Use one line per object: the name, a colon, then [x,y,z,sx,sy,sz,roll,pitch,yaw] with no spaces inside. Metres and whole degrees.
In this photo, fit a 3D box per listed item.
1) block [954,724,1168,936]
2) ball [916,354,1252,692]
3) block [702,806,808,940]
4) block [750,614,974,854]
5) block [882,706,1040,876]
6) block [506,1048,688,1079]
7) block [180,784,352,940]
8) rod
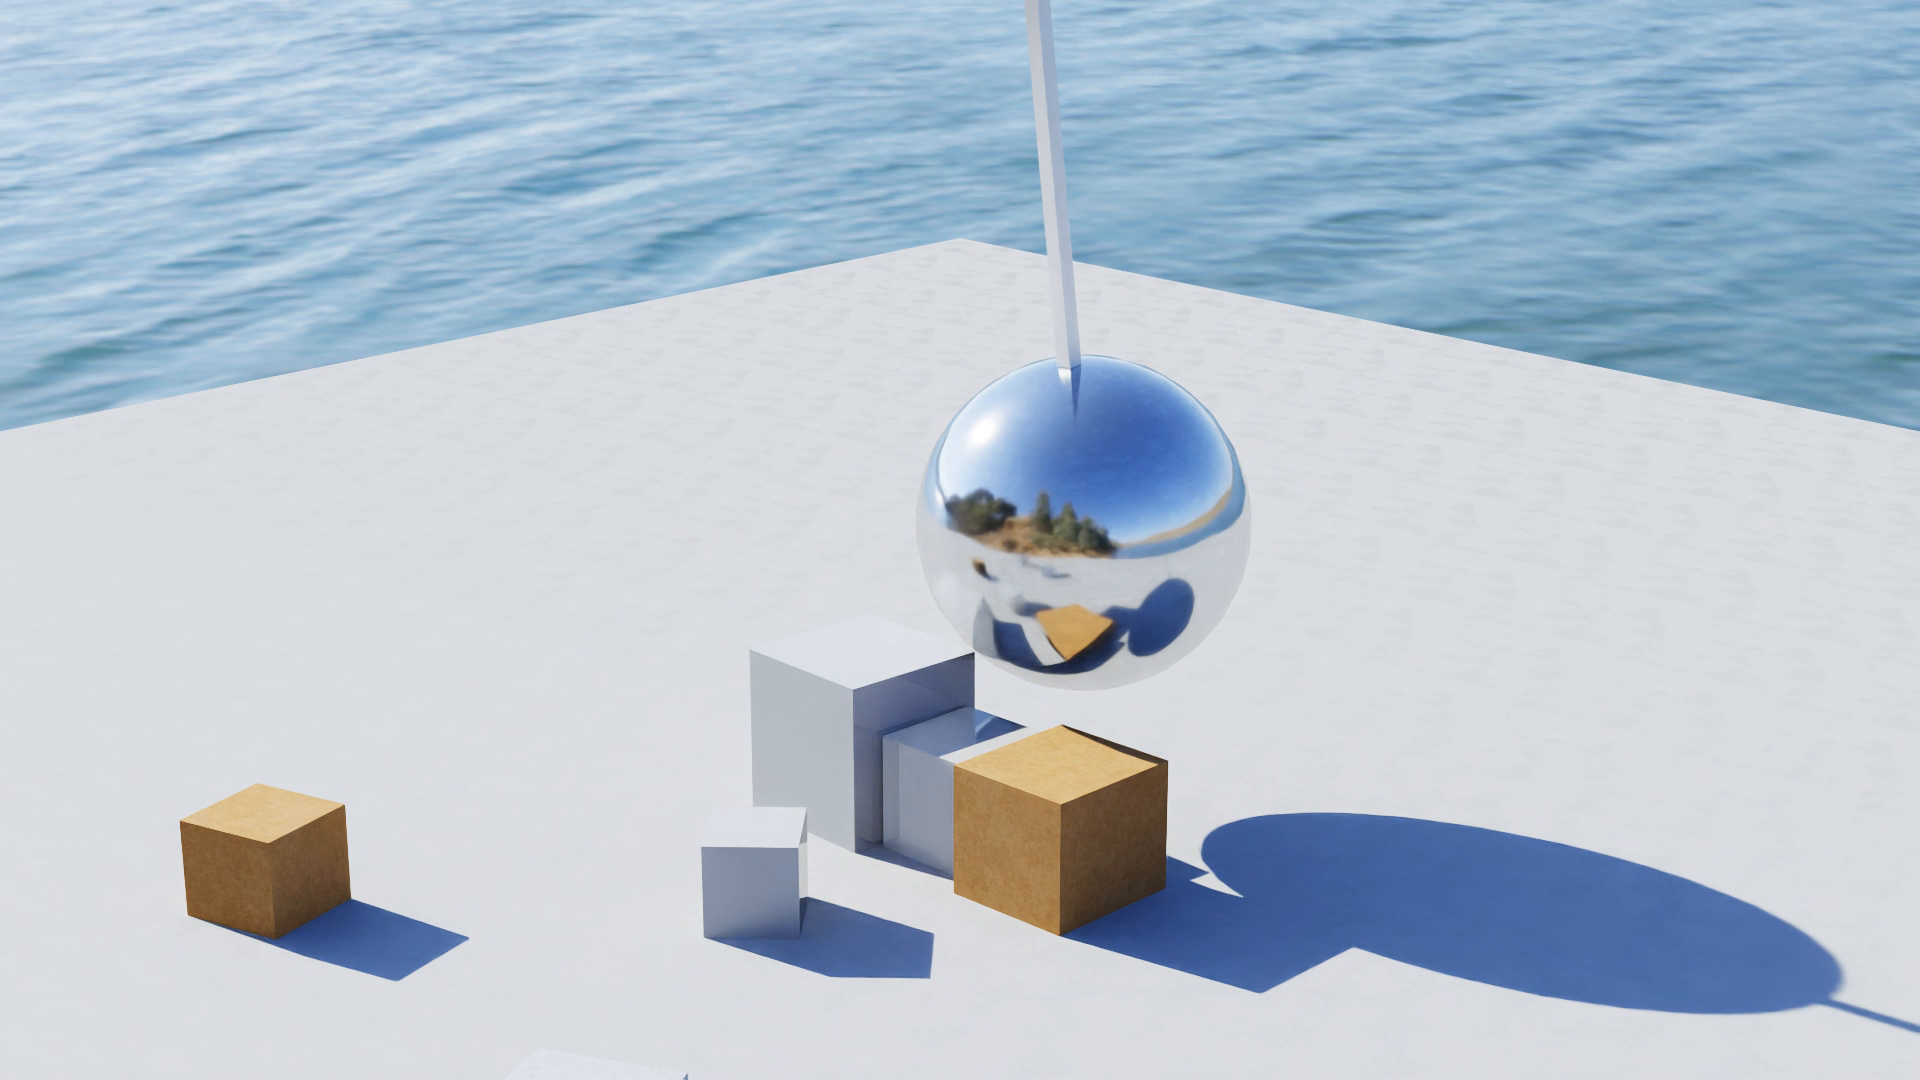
block: [0.452,1.293,13.194,0.649,0.622,0.713,16,24,42]
ball: [0.587,-0.081,13.931,1.600,1.600,1.600,0,17,0]
block: [-0.903,1.466,12.958,0.422,0.432,0.451,1,17,2]
block: [-0.466,0.913,14.081,0.766,0.814,0.755,-15,23,-40]
block: [0.041,1.176,13.675,0.564,0.556,0.568,-17,24,-42]
block: [-1.332,2.228,10.219,0.586,0.622,0.603,6,18,18]
block: [-3.087,1.424,13.052,0.513,0.457,0.500,10,20,28]
rod: [0.254,-3.194,12.604,0.080,5.200,0.080,17,32,42]
